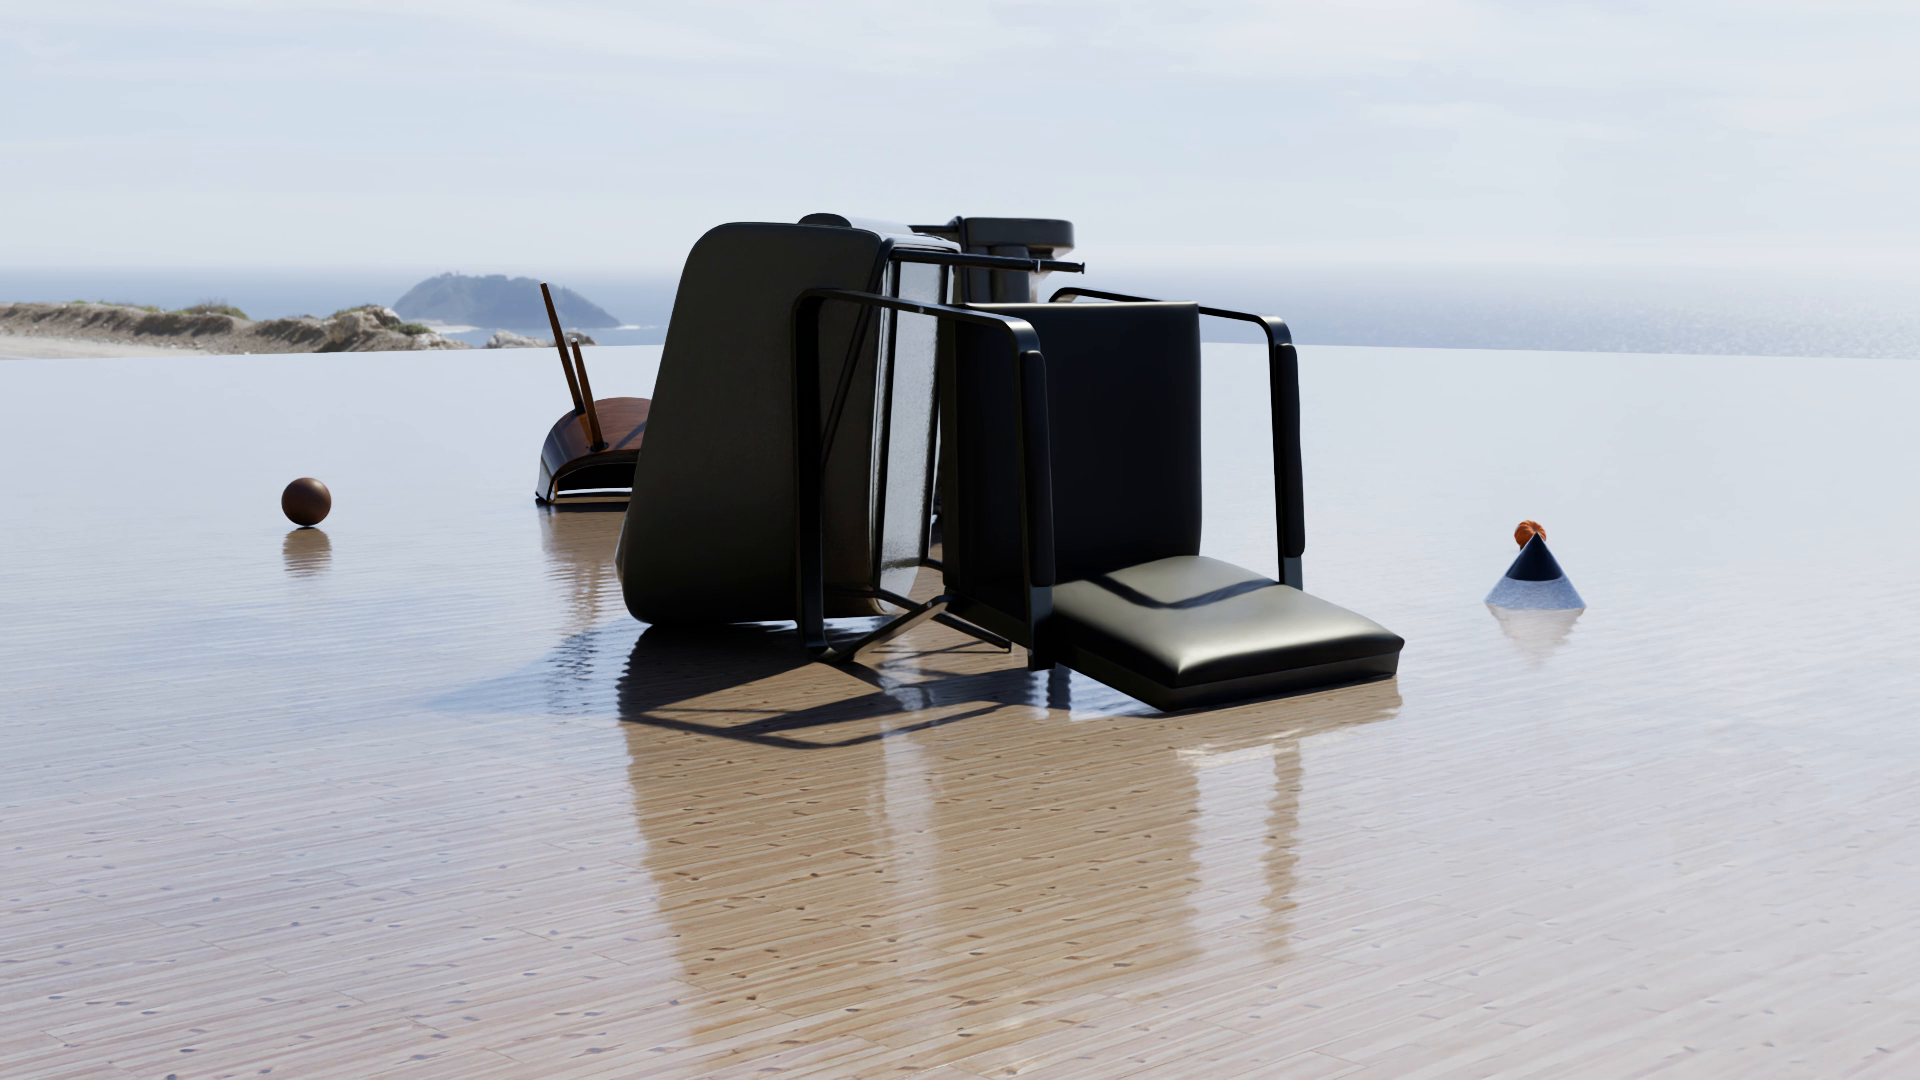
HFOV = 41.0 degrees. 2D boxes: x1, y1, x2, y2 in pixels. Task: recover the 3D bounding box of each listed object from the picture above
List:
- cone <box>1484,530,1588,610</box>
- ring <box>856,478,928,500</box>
[{"bbox_3d":[1.163,0.054,5.178,0.192,0.146,0.229,-3,7,-29],"label":"cone"},{"bbox_3d":[-0.199,-0.153,7.642,0.223,0.055,0.196,-5,8,-34],"label":"ring"}]
